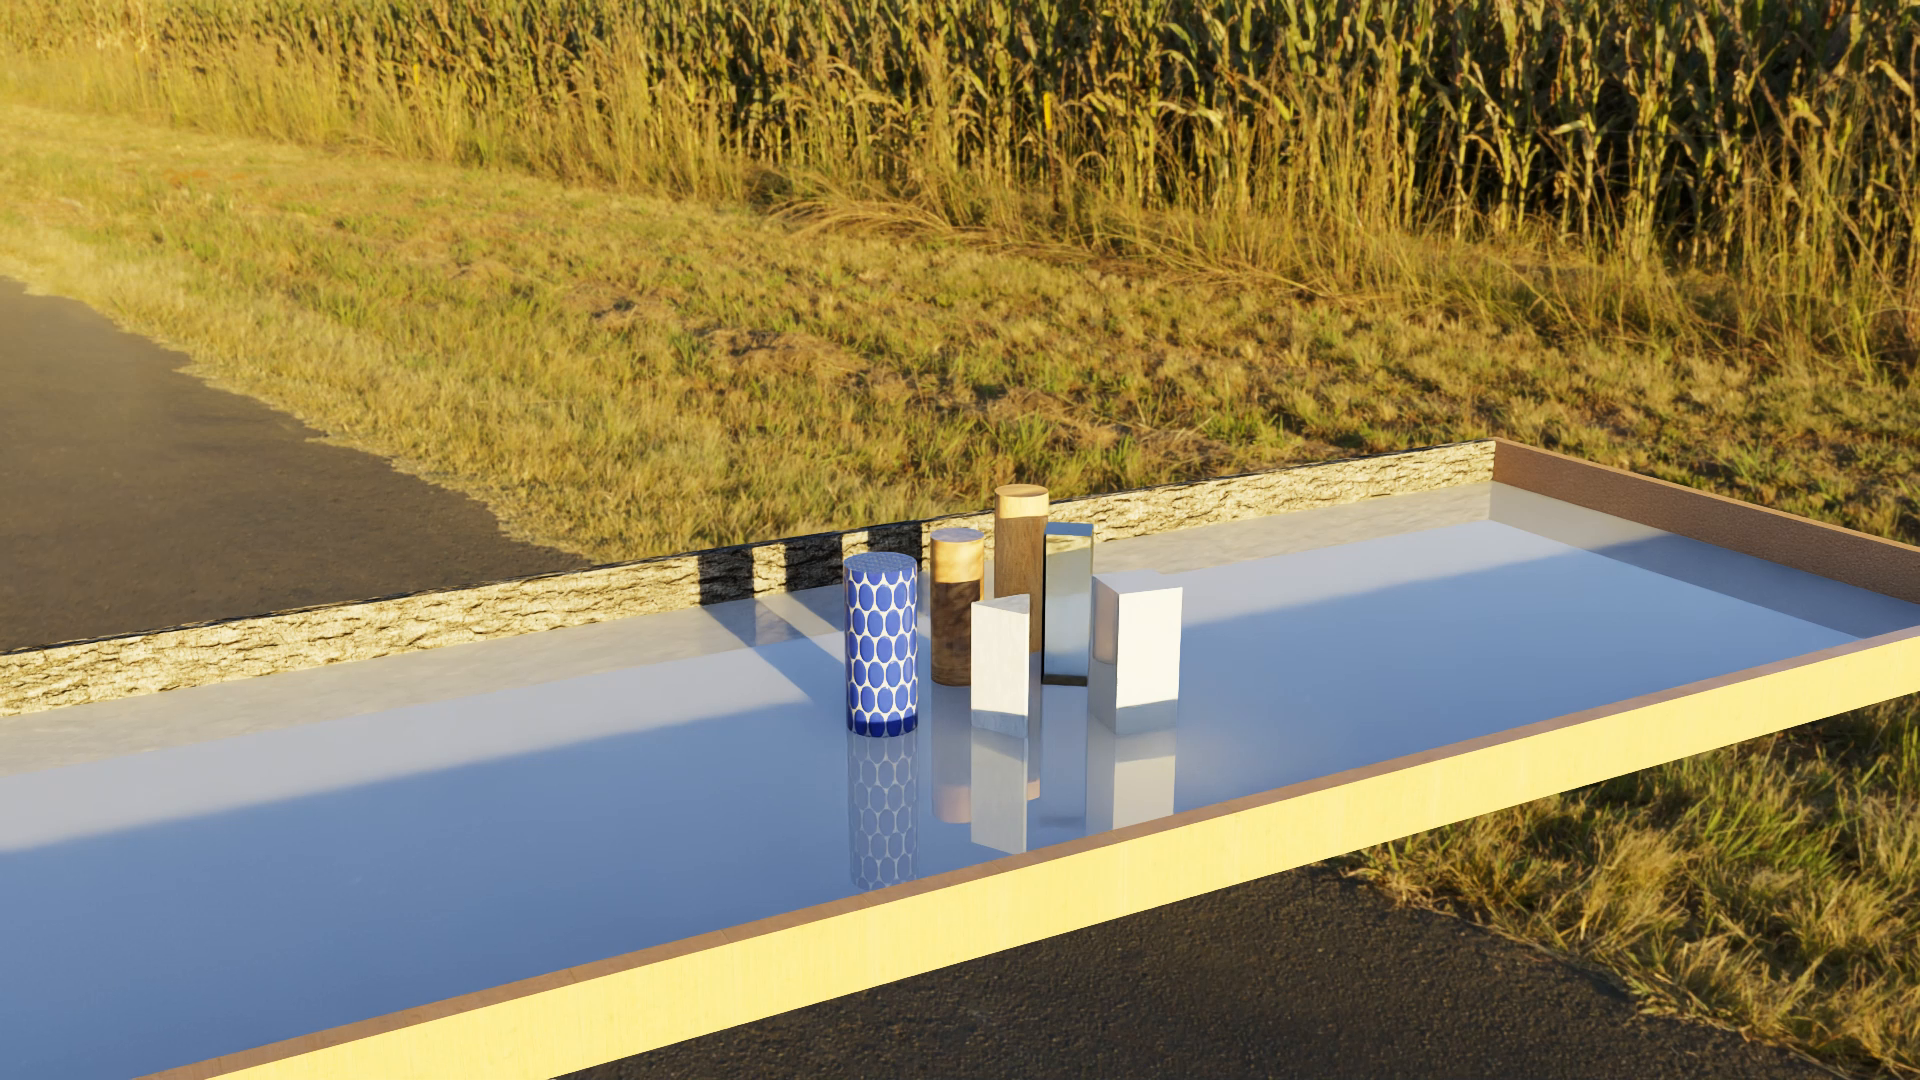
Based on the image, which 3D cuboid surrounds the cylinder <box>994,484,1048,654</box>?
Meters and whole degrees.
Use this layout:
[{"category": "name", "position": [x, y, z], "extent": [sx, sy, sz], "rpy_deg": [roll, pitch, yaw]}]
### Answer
[{"category": "cylinder", "position": [0.160, 0.075, 4.346], "extent": [0.141, 0.424, 0.141], "rpy_deg": [0, 16, 0]}]

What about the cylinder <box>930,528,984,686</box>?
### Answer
[{"category": "cylinder", "position": [-0.007, 0.167, 4.123], "extent": [0.135, 0.374, 0.135], "rpy_deg": [0, 16, 0]}]

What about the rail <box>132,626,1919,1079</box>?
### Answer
[{"category": "rail", "position": [-2.336, 1.006, 1.665], "extent": [12.000, 0.150, 0.050], "rpy_deg": [-9, 18, -27]}]

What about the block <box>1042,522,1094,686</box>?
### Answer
[{"category": "block", "position": [0.269, 0.160, 4.118], "extent": [0.115, 0.391, 0.115], "rpy_deg": [2, 17, 8]}]

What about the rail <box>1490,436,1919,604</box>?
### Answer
[{"category": "rail", "position": [2.466, -0.048, 5.253], "extent": [0.050, 0.150, 2.100], "rpy_deg": [-9, 18, -27]}]

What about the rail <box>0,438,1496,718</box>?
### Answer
[{"category": "rail", "position": [-3.305, 0.497, 3.399], "extent": [12.000, 0.150, 0.050], "rpy_deg": [-9, 18, -27]}]

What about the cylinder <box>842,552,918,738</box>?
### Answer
[{"category": "cylinder", "position": [-0.183, 0.242, 3.828], "extent": [0.169, 0.397, 0.169], "rpy_deg": [0, 16, 0]}]

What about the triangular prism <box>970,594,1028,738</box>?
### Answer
[{"category": "triangular prism", "position": [0.124, 0.285, 3.849], "extent": [0.150, 0.301, 0.130], "rpy_deg": [10, 19, 31]}]

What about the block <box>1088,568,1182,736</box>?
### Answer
[{"category": "block", "position": [0.408, 0.259, 3.864], "extent": [0.156, 0.343, 0.156], "rpy_deg": [-6, 17, -19]}]
